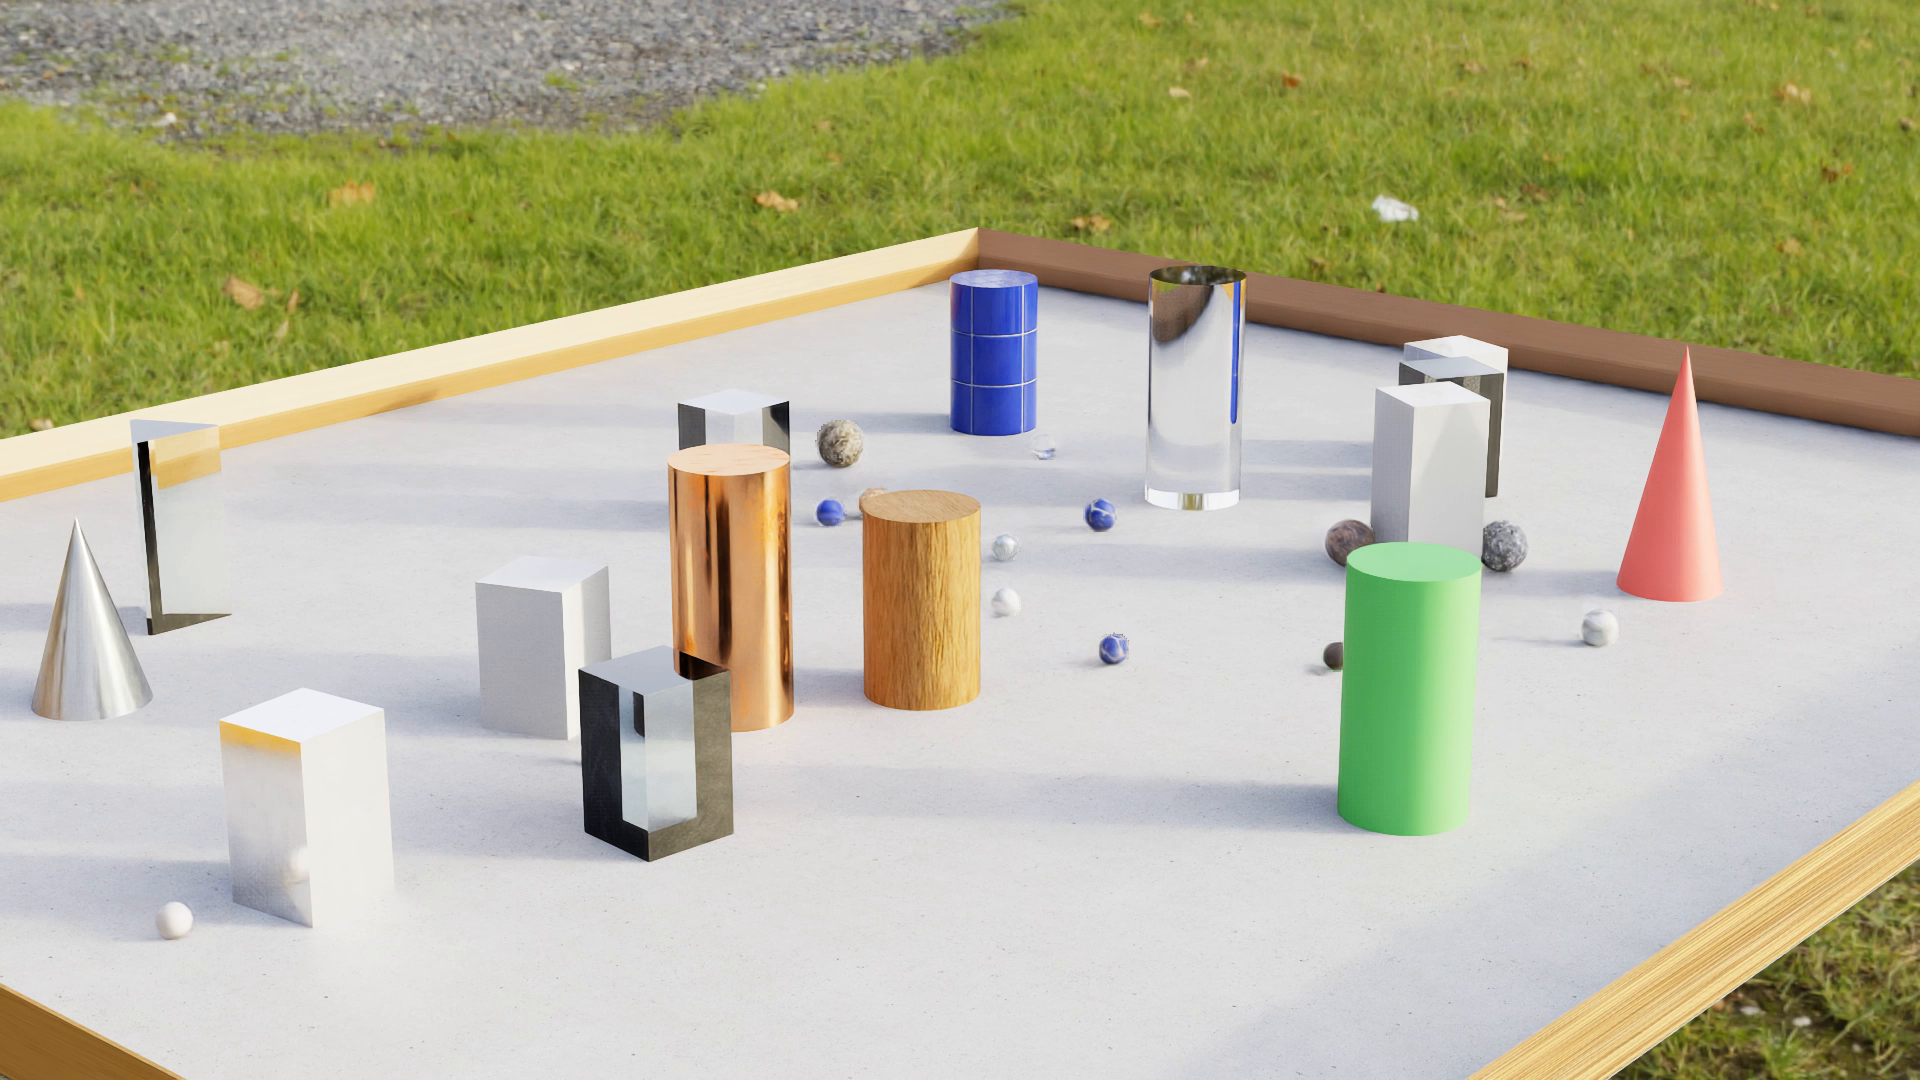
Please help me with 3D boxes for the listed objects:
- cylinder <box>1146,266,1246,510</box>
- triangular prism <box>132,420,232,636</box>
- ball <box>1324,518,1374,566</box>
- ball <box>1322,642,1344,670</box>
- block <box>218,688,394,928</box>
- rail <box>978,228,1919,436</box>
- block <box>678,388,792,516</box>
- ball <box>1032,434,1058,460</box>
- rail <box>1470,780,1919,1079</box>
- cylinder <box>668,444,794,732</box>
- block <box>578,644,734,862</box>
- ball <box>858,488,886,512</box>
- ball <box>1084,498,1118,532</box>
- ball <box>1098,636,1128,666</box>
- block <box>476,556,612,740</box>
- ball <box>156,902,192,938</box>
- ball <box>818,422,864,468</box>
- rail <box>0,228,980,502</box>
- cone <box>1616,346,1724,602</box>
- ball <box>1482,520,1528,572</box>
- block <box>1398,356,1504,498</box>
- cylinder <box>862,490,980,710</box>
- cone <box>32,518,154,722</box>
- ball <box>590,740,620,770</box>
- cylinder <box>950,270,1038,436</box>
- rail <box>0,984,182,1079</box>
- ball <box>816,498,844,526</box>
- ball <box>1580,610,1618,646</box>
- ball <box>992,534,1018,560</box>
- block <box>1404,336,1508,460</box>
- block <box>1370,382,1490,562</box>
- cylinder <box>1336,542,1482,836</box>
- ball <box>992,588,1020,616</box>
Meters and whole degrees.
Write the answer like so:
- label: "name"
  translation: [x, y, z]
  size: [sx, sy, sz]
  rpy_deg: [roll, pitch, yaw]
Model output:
- label: "cylinder"
  translation: [0.452, -0.293, 5.642]
  size: [0.185, 0.440, 0.185]
  rpy_deg: [0, 17, 0]
- label: "triangular prism"
  translation: [-1.349, -0.030, 4.956]
  size: [0.139, 0.333, 0.160]
  rpy_deg: [16, 23, 42]
- label: "ball"
  translation: [0.699, 0.005, 5.263]
  size: [0.087, 0.087, 0.087]
  rpy_deg: [0, 17, 0]
- label: "ball"
  translation: [0.609, 0.187, 4.732]
  size: [0.047, 0.047, 0.047]
  rpy_deg: [0, 17, 0]
- label: "block"
  translation: [-0.853, 0.348, 3.838]
  size: [0.148, 0.256, 0.148]
  rpy_deg: [11, 20, 32]
- label: "rail"
  translation: [1.367, -0.426, 6.628]
  size: [3.540, 0.120, 0.045]
  rpy_deg: [14, 22, 39]
- label: "block"
  translation: [-0.425, -0.151, 5.537]
  size: [0.148, 0.228, 0.148]
  rpy_deg: [14, 22, 38]
- label: "ball"
  translation: [0.171, -0.190, 5.966]
  size: [0.053, 0.053, 0.053]
  rpy_deg: [0, 17, 0]
- label: "rail"
  translation: [1.318, 0.362, 4.025]
  size: [0.045, 0.120, 4.218]
  rpy_deg: [14, 22, 39]
- label: "cylinder"
  translation: [-0.350, 0.072, 4.492]
  size: [0.185, 0.406, 0.185]
  rpy_deg: [0, 17, 0]
- label: "block"
  translation: [-0.419, 0.293, 4.048]
  size: [0.148, 0.241, 0.148]
  rpy_deg: [-15, 23, -41]
- label: "ball"
  translation: [-0.162, -0.070, 5.559]
  size: [0.060, 0.060, 0.060]
  rpy_deg: [0, 17, 0]
- label: "ball"
  translation: [0.263, -0.047, 5.481]
  size: [0.061, 0.061, 0.061]
  rpy_deg: [0, 17, 0]
- label: "ball"
  translation: [0.248, 0.179, 4.757]
  size: [0.049, 0.049, 0.049]
  rpy_deg: [0, 17, 0]
- label: "block"
  translation: [-0.634, 0.163, 4.487]
  size: [0.148, 0.235, 0.148]
  rpy_deg: [6, 18, 20]
- label: "ball"
  translation: [-1.005, 0.486, 3.747]
  size: [0.046, 0.046, 0.046]
  rpy_deg: [0, 17, 0]
- label: "ball"
  translation: [-0.240, -0.193, 5.908]
  size: [0.092, 0.092, 0.092]
  rpy_deg: [0, 17, 0]
- label: "rail"
  translation: [-1.319, -0.302, 6.217]
  size: [0.045, 0.120, 4.218]
  rpy_deg: [14, 22, 39]
- label: "cone"
  translation: [1.250, -0.128, 5.101]
  size: [0.185, 0.436, 0.185]
  rpy_deg: [0, 17, 0]
- label: "ball"
  translation: [0.969, 0.011, 5.238]
  size: [0.092, 0.092, 0.092]
  rpy_deg: [0, 17, 0]
- label: "block"
  translation: [0.952, -0.216, 5.716]
  size: [0.148, 0.248, 0.148]
  rpy_deg: [-6, 18, -19]
- label: "cylinder"
  translation: [-0.060, 0.093, 4.598]
  size: [0.185, 0.305, 0.185]
  rpy_deg: [0, 17, 0]
- label: "cone"
  translation: [-1.360, 0.107, 4.554]
  size: [0.185, 0.302, 0.185]
  rpy_deg: [0, 17, 0]
- label: "ball"
  translation: [-0.523, 0.316, 4.313]
  size: [0.042, 0.042, 0.042]
  rpy_deg: [0, 17, 0]
- label: "cylinder"
  translation: [0.071, -0.396, 6.190]
  size: [0.185, 0.318, 0.185]
  rpy_deg: [0, 17, 0]
- label: "rail"
  translation: [-1.367, 0.486, 3.614]
  size: [3.540, 0.120, 0.045]
  rpy_deg: [14, 22, 39]
- label: "ball"
  translation: [-0.244, -0.051, 5.508]
  size: [0.053, 0.053, 0.053]
  rpy_deg: [0, 17, 0]
- label: "ball"
  translation: [1.058, 0.145, 4.847]
  size: [0.061, 0.061, 0.061]
  rpy_deg: [0, 17, 0]
- label: "ball"
  translation: [0.081, 0.012, 5.306]
  size: [0.049, 0.049, 0.049]
  rpy_deg: [0, 17, 0]
- label: "block"
  translation: [1.002, -0.281, 5.960]
  size: [0.148, 0.231, 0.148]
  rpy_deg: [-9, 19, -28]
- label: "block"
  translation: [0.833, -0.103, 5.216]
  size: [0.148, 0.322, 0.148]
  rpy_deg: [-6, 18, -18]
- label: "cylinder"
  translation: [0.628, 0.207, 4.106]
  size: [0.185, 0.371, 0.185]
  rpy_deg: [0, 17, 0]
- label: "ball"
  translation: [0.078, 0.106, 4.996]
  size: [0.049, 0.049, 0.049]
  rpy_deg: [0, 17, 0]
